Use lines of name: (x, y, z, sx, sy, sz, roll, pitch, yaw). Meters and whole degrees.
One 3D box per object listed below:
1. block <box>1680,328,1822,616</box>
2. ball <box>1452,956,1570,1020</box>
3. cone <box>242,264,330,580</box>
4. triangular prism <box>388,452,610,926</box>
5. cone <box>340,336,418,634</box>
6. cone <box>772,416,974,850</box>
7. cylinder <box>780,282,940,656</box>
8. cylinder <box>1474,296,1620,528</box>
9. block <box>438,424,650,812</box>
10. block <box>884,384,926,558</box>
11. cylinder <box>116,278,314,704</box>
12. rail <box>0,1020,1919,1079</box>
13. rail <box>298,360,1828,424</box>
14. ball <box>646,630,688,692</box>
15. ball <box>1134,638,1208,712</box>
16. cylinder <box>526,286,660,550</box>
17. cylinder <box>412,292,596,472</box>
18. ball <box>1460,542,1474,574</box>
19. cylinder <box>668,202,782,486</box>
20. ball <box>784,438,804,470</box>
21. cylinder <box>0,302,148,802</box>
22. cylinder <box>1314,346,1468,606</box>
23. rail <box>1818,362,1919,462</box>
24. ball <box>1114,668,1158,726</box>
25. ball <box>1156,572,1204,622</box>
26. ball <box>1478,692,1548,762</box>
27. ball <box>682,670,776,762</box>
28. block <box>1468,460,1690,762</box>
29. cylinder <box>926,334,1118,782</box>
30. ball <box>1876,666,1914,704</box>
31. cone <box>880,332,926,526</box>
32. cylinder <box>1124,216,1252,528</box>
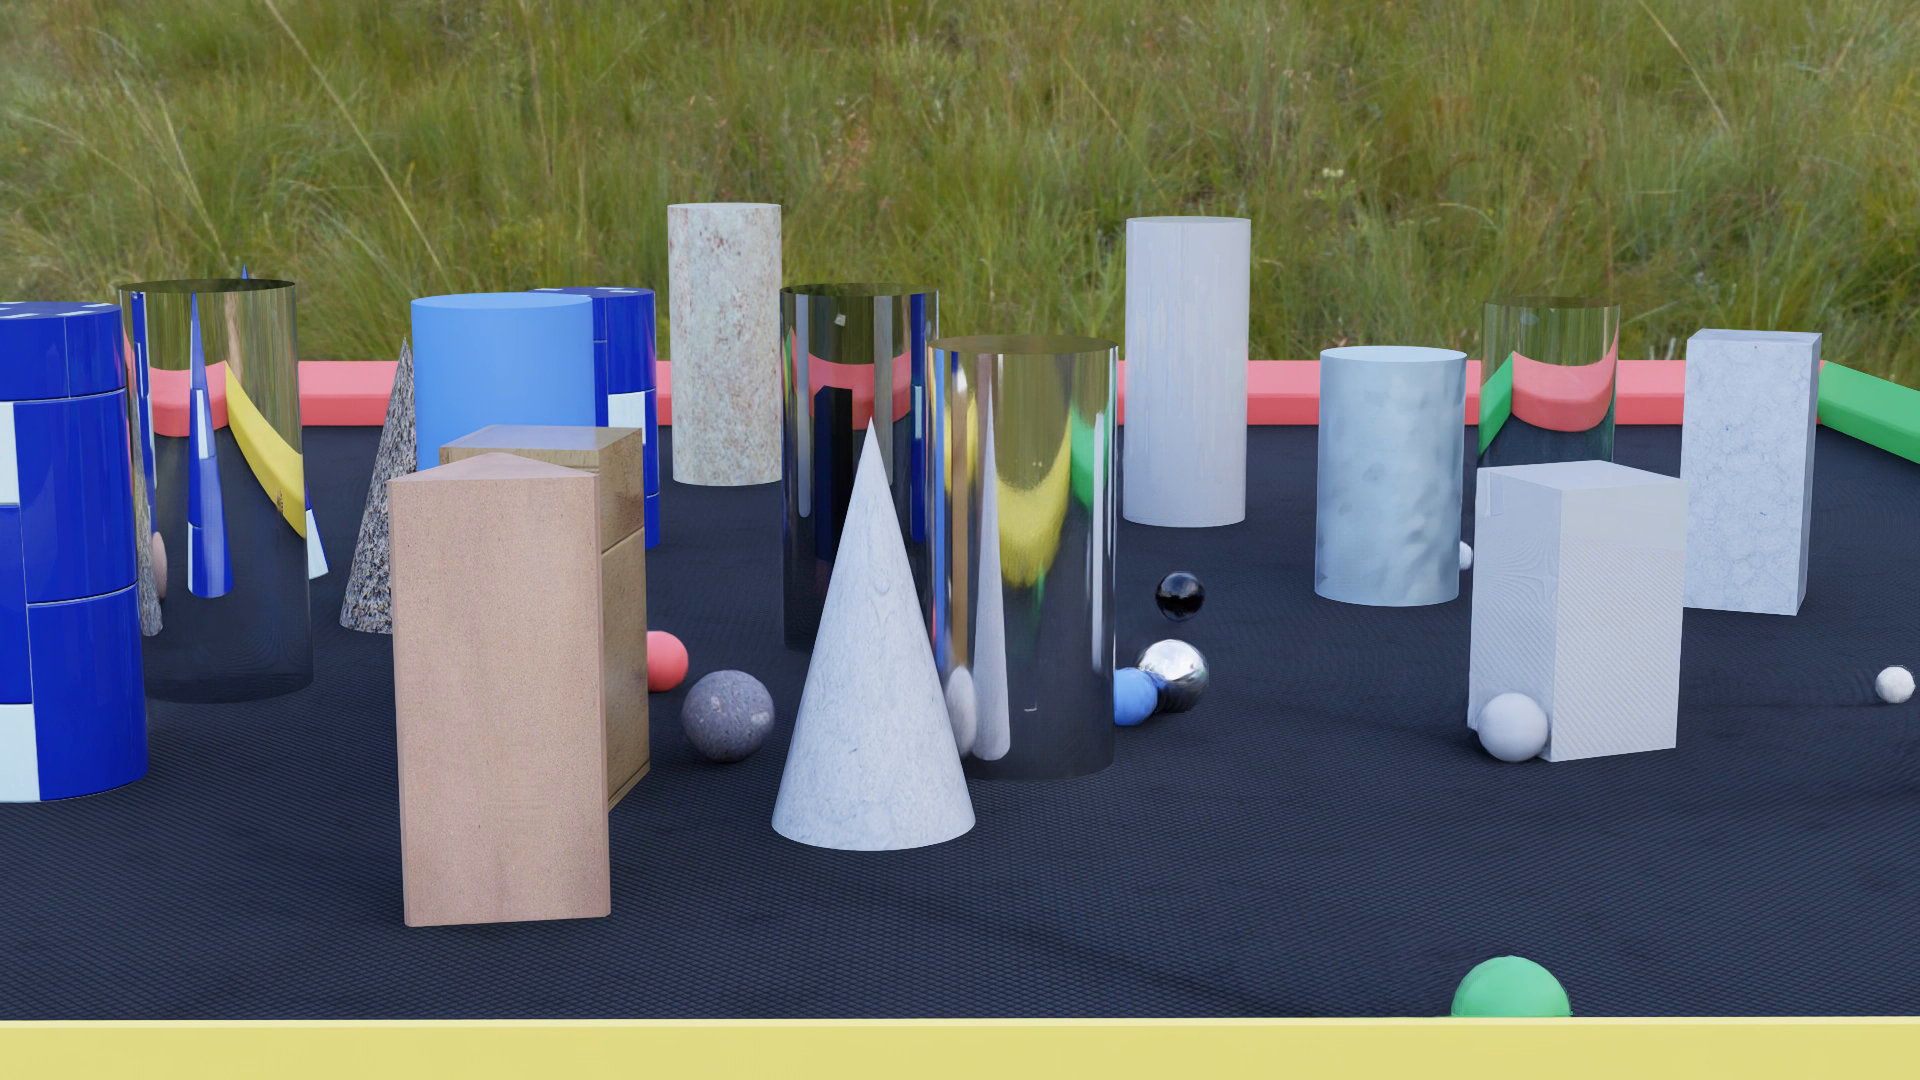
block: (1.079, -0.097, 3.513, 0.160, 0.365, 0.160, 4, 11, 22)
ball: (0.403, 0.348, 1.878, 0.085, 0.085, 0.085, 0, 10, 0)
cone: (-1.019, -0.174, 3.694, 0.200, 0.451, 0.200, 0, 10, 0)
triangular prism: (-0.402, 0.125, 2.253, 0.173, 0.386, 0.150, -2, 11, -9)
cone: (-0.728, -0.083, 3.397, 0.200, 0.380, 0.200, 0, 10, 0)
cone: (-0.085, 0.078, 2.474, 0.200, 0.398, 0.200, 0, 10, 0)
cylinder: (-0.125, -0.091, 3.240, 0.200, 0.451, 0.200, 0, 10, 0)
cylinder: (0.878, -0.166, 3.845, 0.200, 0.380, 0.200, 0, 10, 0)
block: (-0.415, 0.075, 2.589, 0.160, 0.362, 0.160, 1, 11, 8)
block: (-0.027, -0.110, 3.918, 0.160, 0.242, 0.160, -1, 11, -8)
cylinder: (-0.875, -0.062, 3.021, 0.200, 0.475, 0.200, 0, 10, 0)
rail: (0.010, 0.364, 1.658, 3.576, 0.130, 0.045, 0, 10, 0)
rail: (-0.010, -0.298, 5.239, 3.576, 0.130, 0.045, 0, 10, 0)
ball: (-0.357, 0.143, 3.020, 0.073, 0.073, 0.073, 0, 10, 0)
ball: (0.240, 0.155, 2.923, 0.085, 0.085, 0.085, 0, 10, 0)
cylinder: (-0.563, -0.185, 3.928, 0.200, 0.388, 0.200, 0, 10, 0)
cylinder: (-0.511, -0.037, 2.907, 0.200, 0.468, 0.200, 0, 10, 0)
ball: (0.725, 0.025, 3.729, 0.046, 0.046, 0.046, 0, 10, 0)
cylinder: (-0.415, -0.351, 4.560, 0.200, 0.483, 0.200, 0, 10, 0)
ball: (-0.314, -0.158, 4.688, 0.058, 0.058, 0.058, 0, 10, 0)
cylinder: (-0.947, 0.007, 2.622, 0.200, 0.484, 0.200, 0, 10, 0)
cylinder: (0.598, -0.092, 3.569, 0.200, 0.335, 0.200, 0, 10, 0)
rail: (1.764, 0.032, 3.459, 0.045, 0.130, 3.689, 0, 10, 0)
ball: (0.188, 0.175, 2.864, 0.065, 0.065, 0.065, 0, 10, 0)
ball: (0.292, 0.075, 3.407, 0.065, 0.065, 0.065, 0, 10, 0)
ball: (0.585, 0.199, 2.715, 0.074, 0.074, 0.074, 0, 10, 0)
ball: (-0.245, 0.186, 2.714, 0.098, 0.098, 0.098, 0, 10, 0)
block: (0.671, 0.073, 2.794, 0.160, 0.292, 0.160, -4, 11, -21)
cylinder: (0.065, 0.014, 2.699, 0.200, 0.442, 0.200, 0, 10, 0)
ball: (1.081, 0.168, 2.966, 0.043, 0.043, 0.043, 0, 10, 0)
cone: (-0.066, -0.189, 4.176, 0.200, 0.305, 0.200, 0, 10, 0)
cylinder: (0.366, -0.276, 4.156, 0.200, 0.483, 0.200, 0, 10, 0)
